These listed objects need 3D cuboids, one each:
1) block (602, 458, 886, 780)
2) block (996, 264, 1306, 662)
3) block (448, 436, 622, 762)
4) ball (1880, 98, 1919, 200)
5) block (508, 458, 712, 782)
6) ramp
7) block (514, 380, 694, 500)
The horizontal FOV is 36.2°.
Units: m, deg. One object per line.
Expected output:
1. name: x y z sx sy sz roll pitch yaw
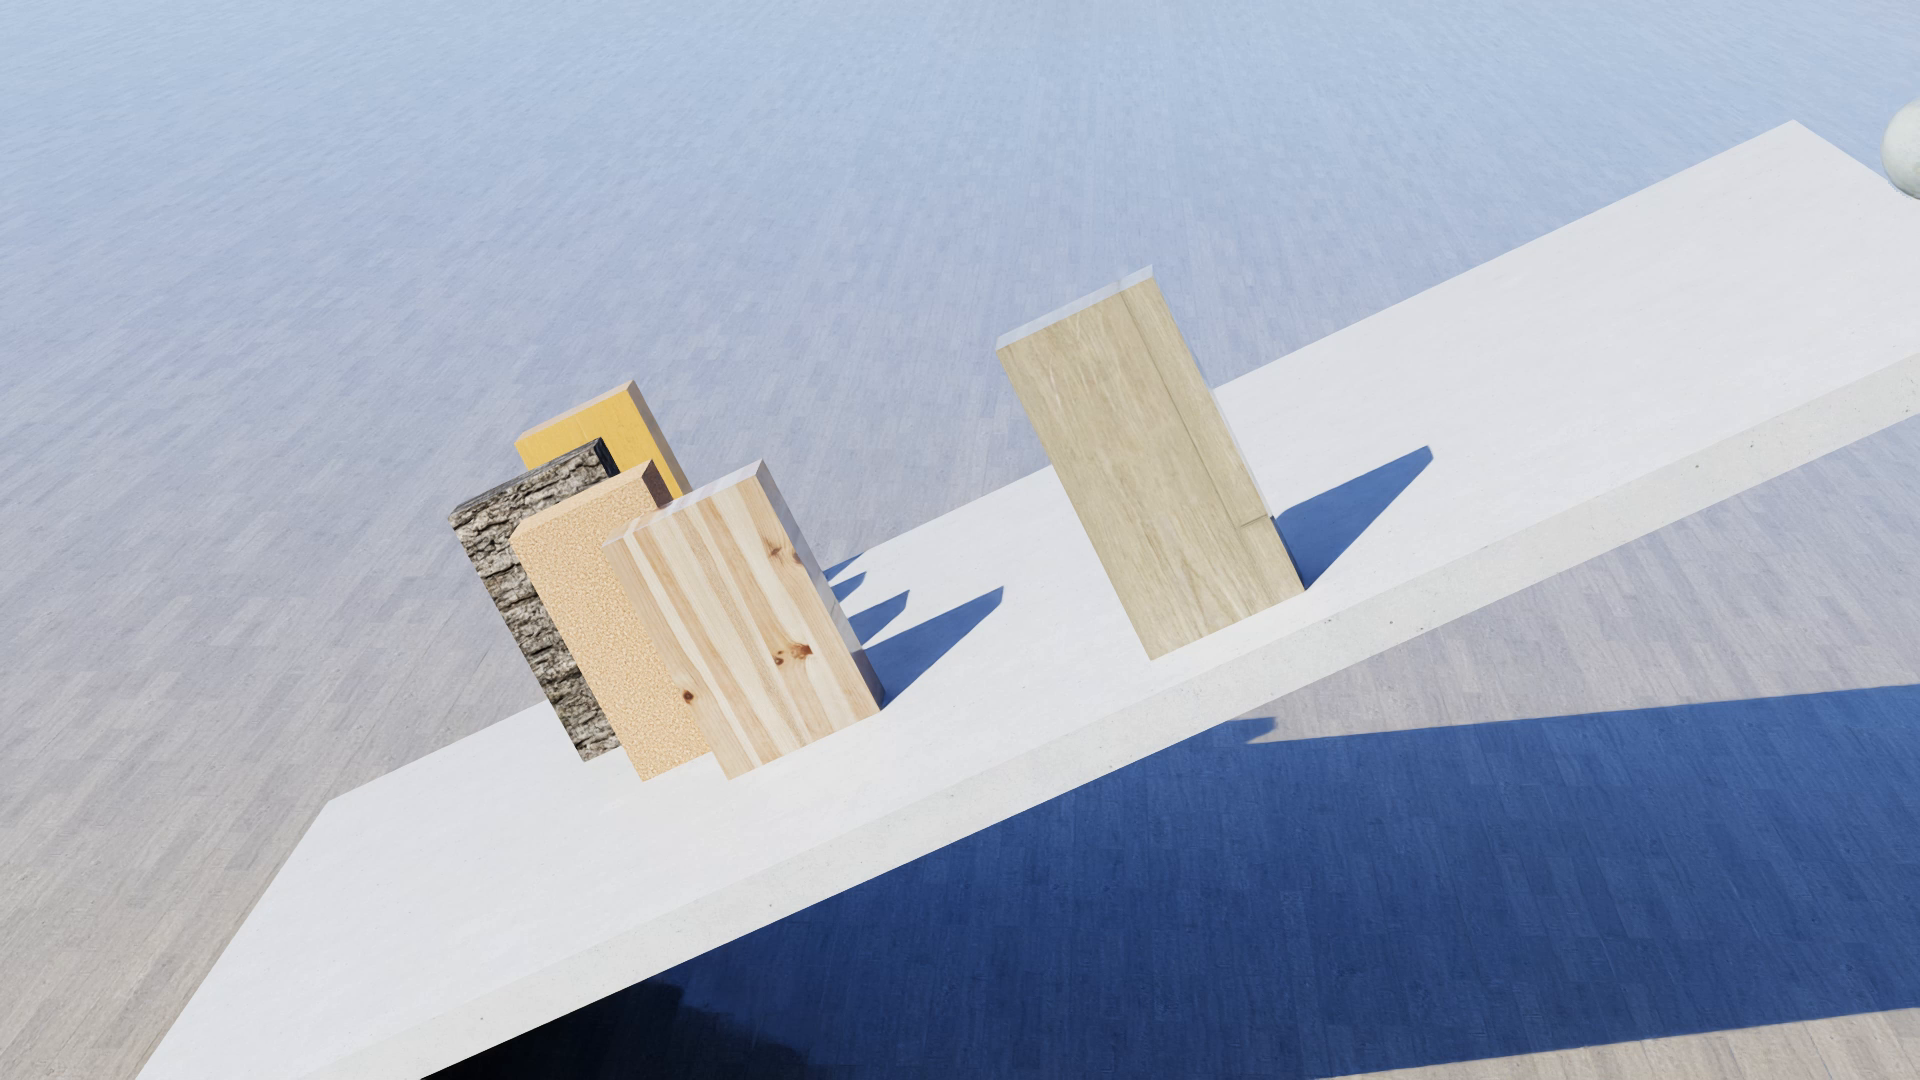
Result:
1. block: -0.437 0.164 5.991 0.351 0.553 0.127 -25 14 10
2. block: 0.351 -0.139 5.396 0.314 0.652 0.114 -25 14 10
3. block: -0.831 0.138 6.649 0.372 0.643 0.108 -25 14 10
4. ball: 1.857 -0.746 5.596 0.203 0.203 0.203 0 16 0
5. block: -0.670 0.174 6.294 0.319 0.602 0.149 -25 14 10
6. ramp: 0.138 0.168 6.281 4.000 0.100 2.000 -25 14 10
7. block: -0.757 -0.011 6.991 0.301 0.676 0.105 -25 14 10
